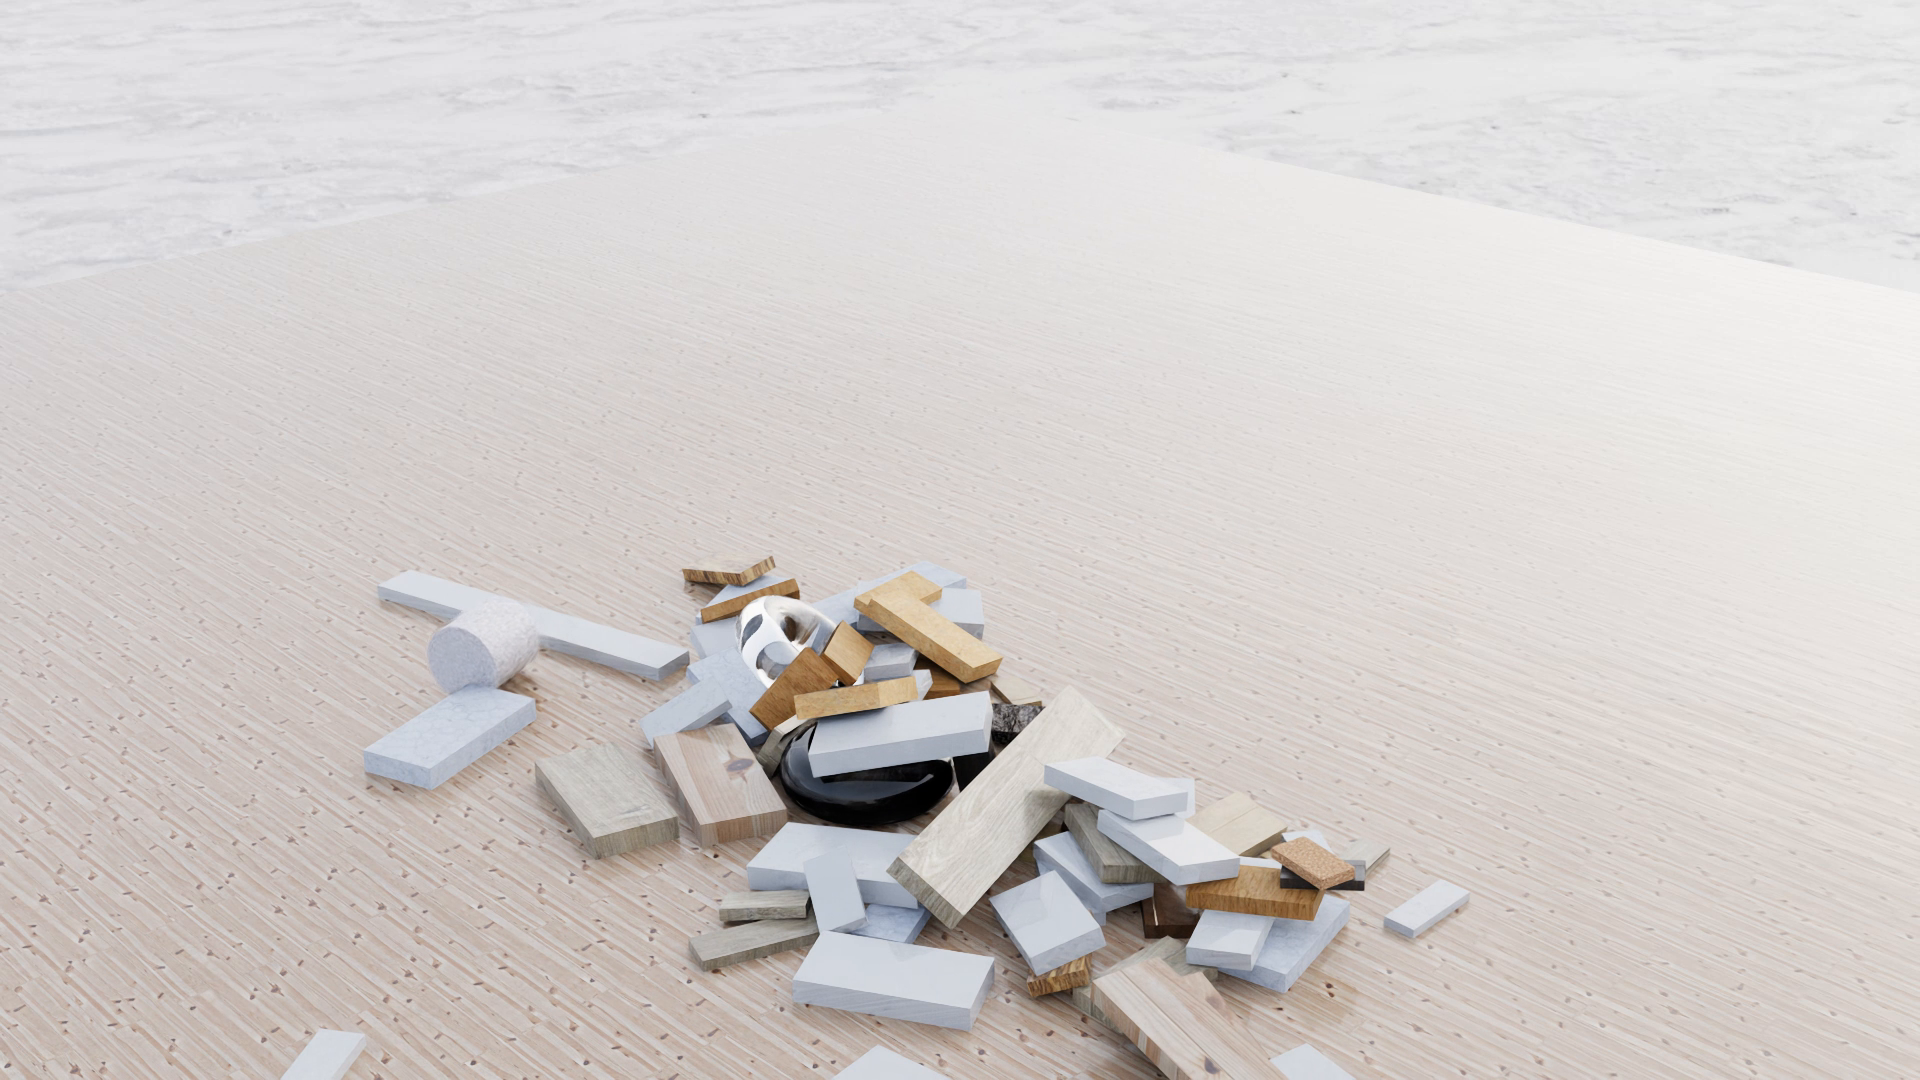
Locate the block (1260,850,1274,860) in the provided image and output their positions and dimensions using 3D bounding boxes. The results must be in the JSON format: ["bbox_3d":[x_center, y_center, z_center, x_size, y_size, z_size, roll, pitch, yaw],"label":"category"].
[{"bbox_3d":[0.654,0.614,4.290,0.131,0.018,0.065,-18,29,-35],"label":"block"}]

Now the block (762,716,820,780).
[{"bbox_3d":[-0.348,0.432,4.629,0.025,0.088,0.175,37,34,11],"label":"block"}]

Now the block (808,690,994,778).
[{"bbox_3d":[-0.116,0.387,4.396,0.352,0.050,0.176,-9,20,8],"label":"block"}]

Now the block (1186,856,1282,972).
[{"bbox_3d":[0.515,0.678,4.020,0.117,0.033,0.341,3,22,21],"label":"block"}]

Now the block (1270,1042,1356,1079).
[{"bbox_3d":[0.639,0.932,3.524,0.114,0.032,0.374,-15,27,-31],"label":"block"}]

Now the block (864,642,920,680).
[{"bbox_3d":[-0.152,0.270,4.950,0.100,0.028,0.201,-7,11,6],"label":"block"}]

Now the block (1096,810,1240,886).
[{"bbox_3d":[0.388,0.567,4.113,0.136,0.039,0.272,-3,17,-29],"label":"block"}]

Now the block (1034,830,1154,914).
[{"bbox_3d":[0.251,0.624,4.174,0.117,0.033,0.234,-13,26,-28],"label":"block"}]

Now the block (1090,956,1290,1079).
[{"bbox_3d":[0.464,0.894,3.514,0.140,0.040,0.686,-14,33,-29],"label":"block"}]

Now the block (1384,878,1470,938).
[{"bbox_3d":[0.874,0.689,4.114,0.185,0.018,0.065,-21,31,-40],"label":"block"}]

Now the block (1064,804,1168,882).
[{"bbox_3d":[0.296,0.577,4.195,0.127,0.036,0.255,3,19,-16],"label":"block"}]

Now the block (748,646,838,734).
[{"bbox_3d":[-0.357,0.331,4.722,0.189,0.095,0.027,-49,18,-20],"label":"block"}]

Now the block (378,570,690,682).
[{"bbox_3d":[-1.030,0.198,5.254,0.881,0.032,0.113,14,26,29],"label":"block"}]

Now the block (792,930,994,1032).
[{"bbox_3d":[-0.115,0.775,3.877,0.322,0.046,0.161,6,24,15],"label":"block"}]

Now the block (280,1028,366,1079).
[{"bbox_3d":[-1.065,0.876,3.667,0.081,0.023,0.162,5,23,11],"label":"block"}]

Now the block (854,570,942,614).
[{"bbox_3d":[-0.146,0.137,5.208,0.100,0.028,0.201,30,36,31],"label":"block"}]

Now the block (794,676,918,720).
[{"bbox_3d":[-0.213,0.329,4.608,0.176,0.050,0.352,-9,-3,11],"label":"block"}]

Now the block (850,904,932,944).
[{"bbox_3d":[-0.091,0.667,4.150,0.105,0.030,0.360,8,24,18],"label":"block"}]

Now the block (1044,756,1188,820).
[{"bbox_3d":[0.301,0.481,4.278,0.136,0.039,0.272,-4,13,-36],"label":"block"}]

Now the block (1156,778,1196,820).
[{"bbox_3d":[0.406,0.554,4.409,0.127,0.036,0.255,2,23,5],"label":"block"}]

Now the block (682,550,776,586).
[{"bbox_3d":[-0.577,0.069,5.475,0.226,0.032,0.113,4,25,44],"label":"block"}]

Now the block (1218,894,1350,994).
[{"bbox_3d":[0.589,0.721,4.012,0.140,0.040,0.280,14,27,30],"label":"block"}]

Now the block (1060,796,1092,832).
[{"bbox_3d":[0.250,0.520,4.421,0.024,0.086,0.172,24,29,12],"label":"block"}]

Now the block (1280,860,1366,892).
[{"bbox_3d":[0.661,0.608,4.002,0.150,0.021,0.075,0,21,12],"label":"block"}]

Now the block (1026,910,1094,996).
[{"bbox_3d":[0.182,0.737,3.932,0.105,0.030,0.210,-15,17,12],"label":"block"}]

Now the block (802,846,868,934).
[{"bbox_3d":[-0.230,0.651,4.055,0.088,0.025,0.176,-20,42,0],"label":"block"}]

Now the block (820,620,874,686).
[{"bbox_3d":[-0.252,0.252,4.877,0.094,0.027,0.189,40,22,-6],"label":"block"}]

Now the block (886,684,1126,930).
[{"bbox_3d":[0.108,0.508,4.325,0.161,0.046,0.786,41,33,7],"label":"block"}]

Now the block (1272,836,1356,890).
[{"bbox_3d":[0.642,0.587,4.002,0.075,0.021,0.150,-15,22,-25],"label":"block"}]

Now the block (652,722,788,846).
[{"bbox_3d":[-0.497,0.498,4.522,0.177,0.050,0.393,-8,24,-19],"label":"block"}]

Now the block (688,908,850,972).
[{"bbox_3d":[-0.346,0.725,4.022,0.288,0.023,0.081,-10,25,-23],"label":"block"}]

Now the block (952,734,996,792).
[{"bbox_3d":[0.033,0.461,4.435,0.086,0.172,0.024,0,23,28],"label":"block"}]

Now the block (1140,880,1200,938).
[{"bbox_3d":[0.390,0.678,4.126,0.103,0.029,0.206,0,23,0],"label":"block"}]
